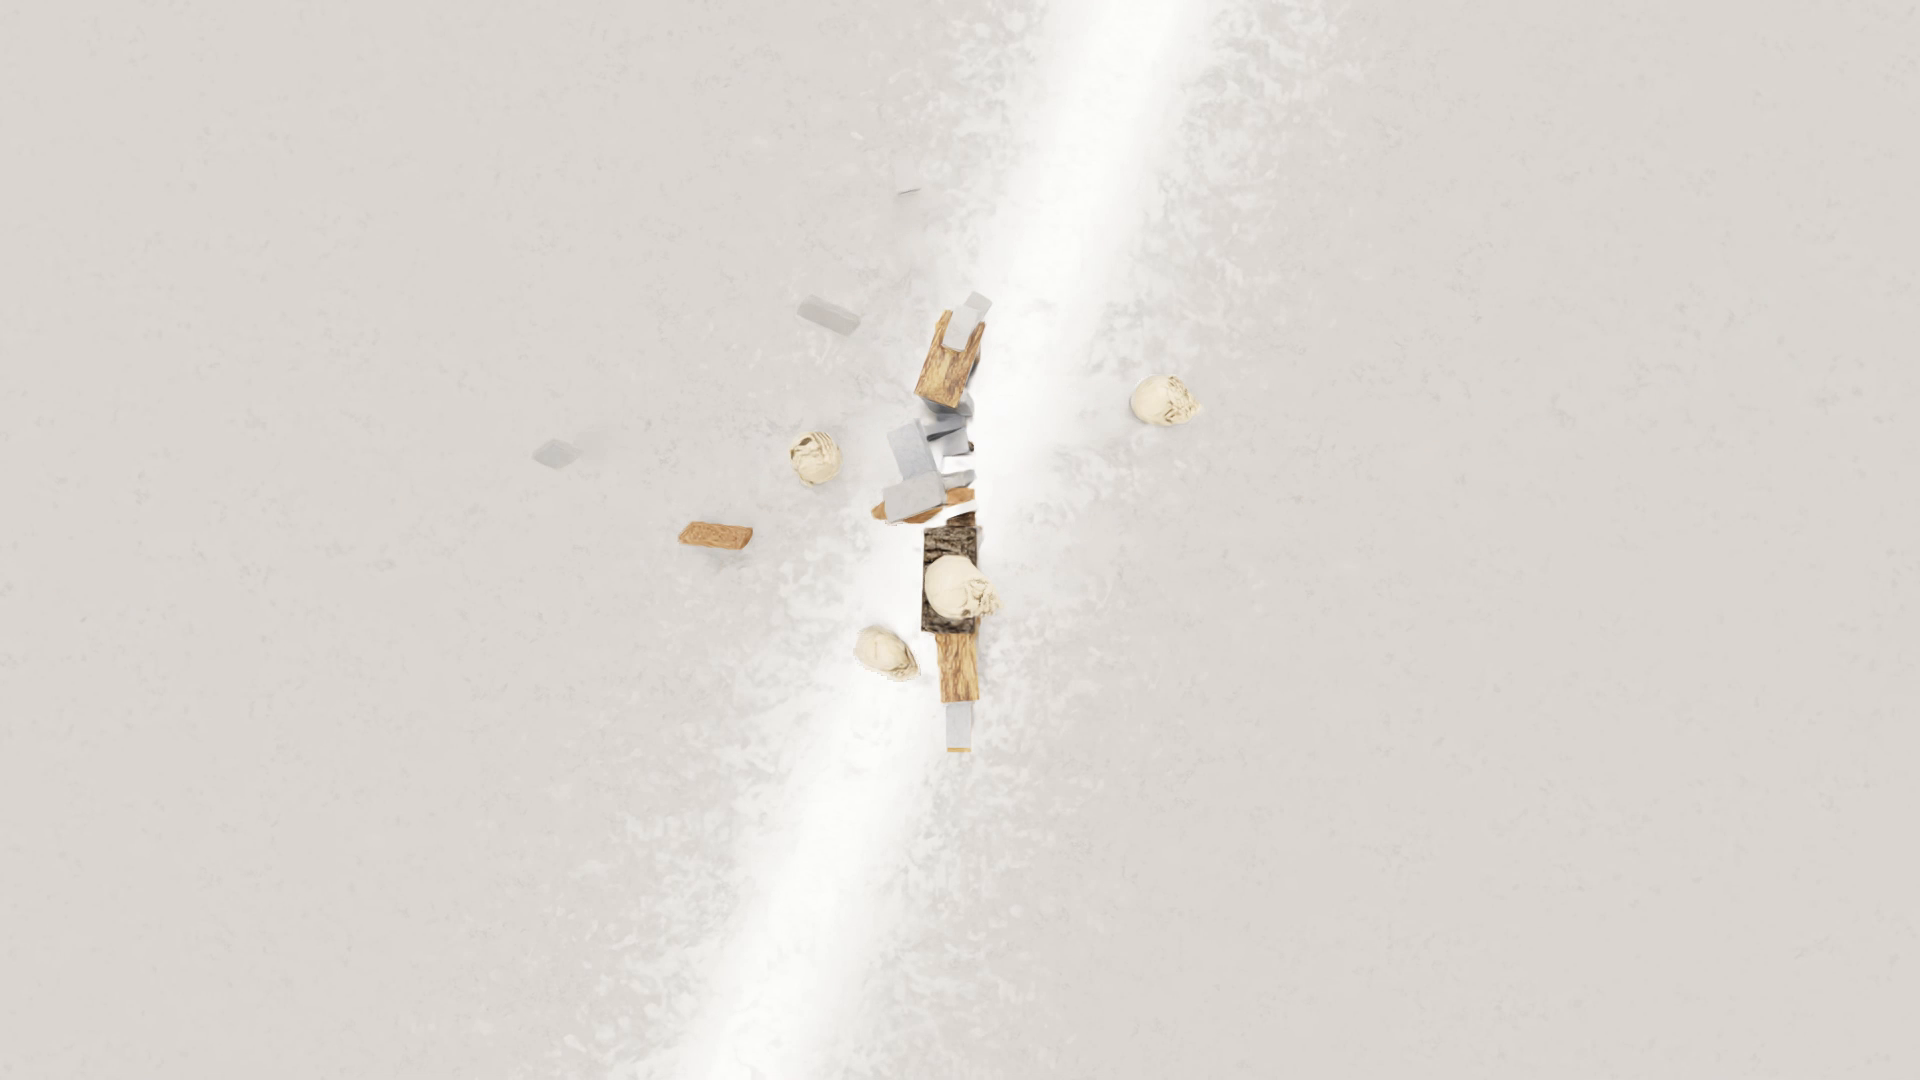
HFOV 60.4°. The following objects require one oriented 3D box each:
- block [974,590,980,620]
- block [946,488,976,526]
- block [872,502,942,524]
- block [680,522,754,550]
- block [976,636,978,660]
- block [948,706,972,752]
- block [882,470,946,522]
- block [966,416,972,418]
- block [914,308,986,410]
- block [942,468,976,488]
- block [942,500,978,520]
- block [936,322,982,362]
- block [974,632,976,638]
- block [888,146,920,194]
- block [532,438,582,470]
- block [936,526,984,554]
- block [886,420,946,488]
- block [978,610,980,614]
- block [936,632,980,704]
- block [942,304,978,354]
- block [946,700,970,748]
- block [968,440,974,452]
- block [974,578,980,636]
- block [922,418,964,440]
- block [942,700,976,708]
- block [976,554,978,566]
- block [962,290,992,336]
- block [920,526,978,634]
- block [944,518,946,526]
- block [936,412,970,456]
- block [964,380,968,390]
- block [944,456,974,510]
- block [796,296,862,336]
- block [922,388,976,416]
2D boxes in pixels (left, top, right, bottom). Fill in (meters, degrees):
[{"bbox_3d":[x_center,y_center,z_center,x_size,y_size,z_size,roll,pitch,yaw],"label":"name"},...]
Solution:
[{"bbox_3d":[-0.022,0.189,4.763,0.146,0.292,0.041,-1,97,3],"label":"block"},{"bbox_3d":[0.003,-0.070,5.076,0.088,0.025,0.176,0,90,0],"label":"block"},{"bbox_3d":[-0.161,-0.092,5.034,0.101,0.203,0.029,-32,63,38],"label":"block"},{"bbox_3d":[-0.795,-0.014,5.389,0.224,0.092,0.026,6,127,18],"label":"block"},{"bbox_3d":[-0.002,0.257,5.234,0.123,0.035,0.247,0,90,1],"label":"block"},{"bbox_3d":[-0.002,0.585,5.148,0.075,0.021,0.150,0,90,0],"label":"block"},{"bbox_3d":[-0.136,-0.127,4.867,0.203,0.029,0.101,-18,77,33],"label":"block"},{"bbox_3d":[-0.012,-0.420,5.407,0.088,0.176,0.025,-3,90,7],"label":"block"},{"bbox_3d":[-0.030,-0.548,4.999,0.137,0.039,0.275,19,88,2],"label":"block"},{"bbox_3d":[-0.022,-0.188,5.160,0.113,0.225,0.032,-9,96,11],"label":"block"},{"bbox_3d":[0.001,-0.091,4.942,0.101,0.243,0.029,-18,90,0],"label":"block"},{"bbox_3d":[-0.002,-0.632,5.260,0.137,0.476,0.039,2,87,1],"label":"block"},{"bbox_3d":[-0.017,0.258,4.780,0.111,0.221,0.031,-7,97,-2],"label":"block"},{"bbox_3d":[-0.175,-1.158,5.171,0.070,0.020,0.140,-13,81,-6],"label":"block"},{"bbox_3d":[-1.252,-0.265,5.118,0.092,0.184,0.026,27,65,-28],"label":"block"},{"bbox_3d":[-0.013,-0.002,4.839,0.146,0.441,0.041,-1,95,3],"label":"block"},{"bbox_3d":[-0.136,-0.242,5.052,0.113,0.032,0.225,-23,86,31],"label":"block"},{"bbox_3d":[-0.004,0.244,5.083,0.133,0.265,0.038,-2,90,2],"label":"block"},{"bbox_3d":[-0.008,0.345,4.662,0.111,0.031,0.221,-5,98,-2],"label":"block"},{"bbox_3d":[-0.001,-0.635,4.939,0.070,0.020,0.140,19,73,2],"label":"block"},{"bbox_3d":[-0.005,0.533,4.828,0.073,0.021,0.147,0,90,0],"label":"block"},{"bbox_3d":[0.001,-0.304,5.412,0.088,0.176,0.025,-5,90,0],"label":"block"},{"bbox_3d":[-0.014,0.156,4.931,0.133,0.038,0.266,-3,90,2],"label":"block"},{"bbox_3d":[-0.093,-0.337,5.172,0.113,0.242,0.032,-22,88,32],"label":"block"},{"bbox_3d":[-0.008,0.402,4.997,0.102,0.029,0.204,-2,92,0],"label":"block"},{"bbox_3d":[-0.013,0.063,5.107,0.133,0.313,0.038,-4,91,2],"label":"block"},{"bbox_3d":[0.032,-0.679,4.976,0.070,0.020,0.140,31,73,5],"label":"block"},{"bbox_3d":[-0.031,0.112,4.596,0.146,0.041,0.292,2,89,4],"label":"block"},{"bbox_3d":[0.001,0.028,5.279,0.103,0.029,0.205,1,90,0],"label":"block"},{"bbox_3d":[-0.024,-0.361,5.308,0.088,0.025,0.176,-7,90,7],"label":"block"},{"bbox_3d":[-0.002,-0.506,5.383,0.054,0.015,0.109,0,90,0],"label":"block"},{"bbox_3d":[-0.003,-0.170,5.295,0.096,0.027,0.192,0,90,0],"label":"block"},{"bbox_3d":[-0.415,-0.711,5.243,0.184,0.092,0.026,21,60,-22],"label":"block"},{"bbox_3d":[-0.035,-0.435,5.156,0.137,0.275,0.039,5,86,7],"label":"block"}]
